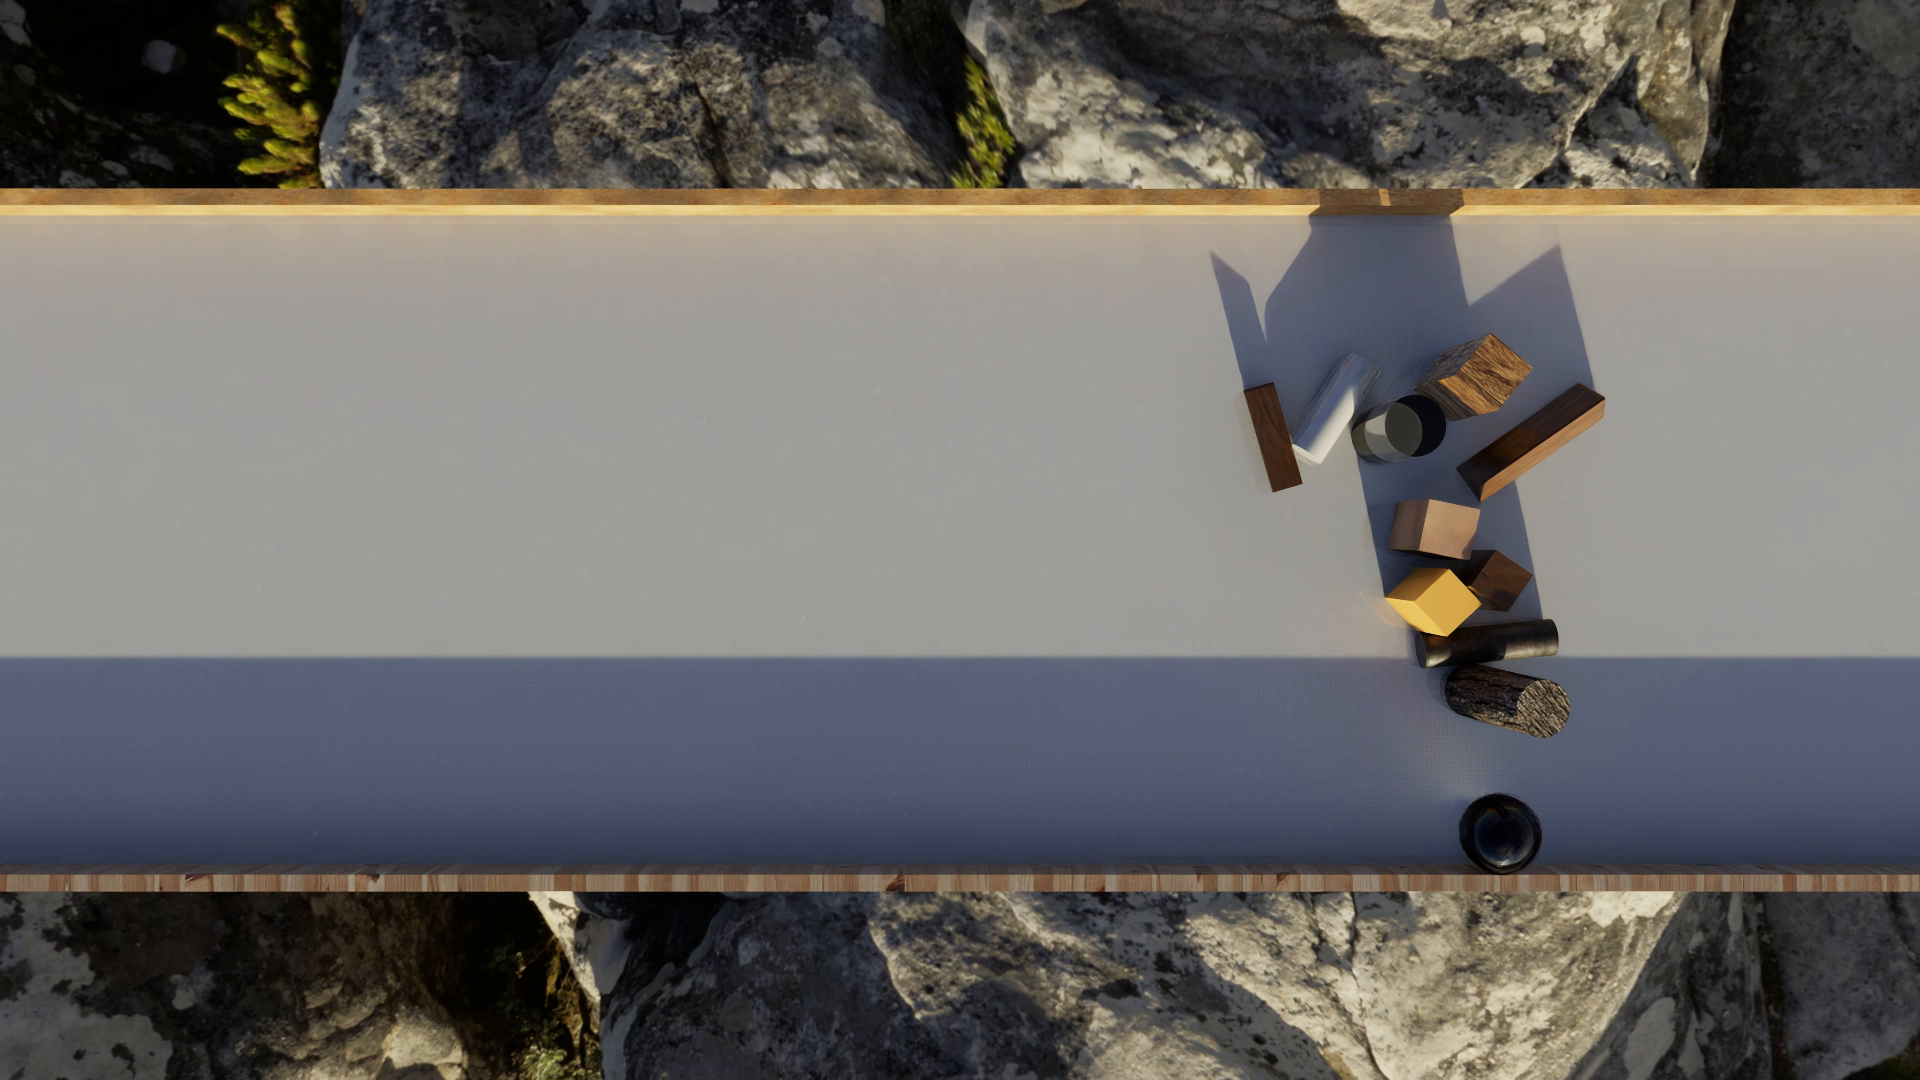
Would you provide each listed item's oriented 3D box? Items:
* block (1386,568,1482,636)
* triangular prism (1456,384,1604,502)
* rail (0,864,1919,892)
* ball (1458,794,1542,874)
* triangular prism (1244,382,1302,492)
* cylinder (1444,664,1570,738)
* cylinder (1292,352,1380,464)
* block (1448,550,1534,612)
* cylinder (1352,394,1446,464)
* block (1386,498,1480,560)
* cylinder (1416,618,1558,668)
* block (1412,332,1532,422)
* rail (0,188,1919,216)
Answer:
[{"bbox_3d":[1.405,0.181,4.912,0.138,0.329,0.138,-43,90,0],"label":"block"},{"bbox_3d":[1.752,-0.298,5.018,0.458,0.111,0.128,-35,90,0],"label":"triangular prism"},{"bbox_3d":[-2.247,1.025,5.001,12.000,0.150,0.050,0,90,0],"label":"rail"},{"bbox_3d":[1.622,0.882,4.958,0.236,0.236,0.236,0,90,0],"label":"ball"},{"bbox_3d":[0.931,-0.306,5.008,0.104,0.090,0.322,-16,90,44],"label":"triangular prism"},{"bbox_3d":[1.603,0.468,4.853,0.165,0.422,0.165,0,92,-11],"label":"cylinder"},{"bbox_3d":[1.142,-0.400,5.021,0.111,0.111,0.330,33,90,0],"label":"cylinder"},{"bbox_3d":[1.547,0.119,4.887,0.128,0.377,0.128,35,90,1],"label":"block"},{"bbox_3d":[1.299,-0.324,4.900,0.179,0.345,0.179,0,89,-2],"label":"cylinder"},{"bbox_3d":[1.402,-0.030,4.900,0.149,0.353,0.149,12,90,0],"label":"block"},{"bbox_3d":[1.602,0.316,5.021,0.402,0.112,0.112,-6,90,0],"label":"cylinder"},{"bbox_3d":[1.503,-0.474,4.856,0.155,0.441,0.155,40,90,0],"label":"block"},{"bbox_3d":[-2.247,-1.025,5.002,12.000,0.150,0.050,0,90,0],"label":"rail"}]
